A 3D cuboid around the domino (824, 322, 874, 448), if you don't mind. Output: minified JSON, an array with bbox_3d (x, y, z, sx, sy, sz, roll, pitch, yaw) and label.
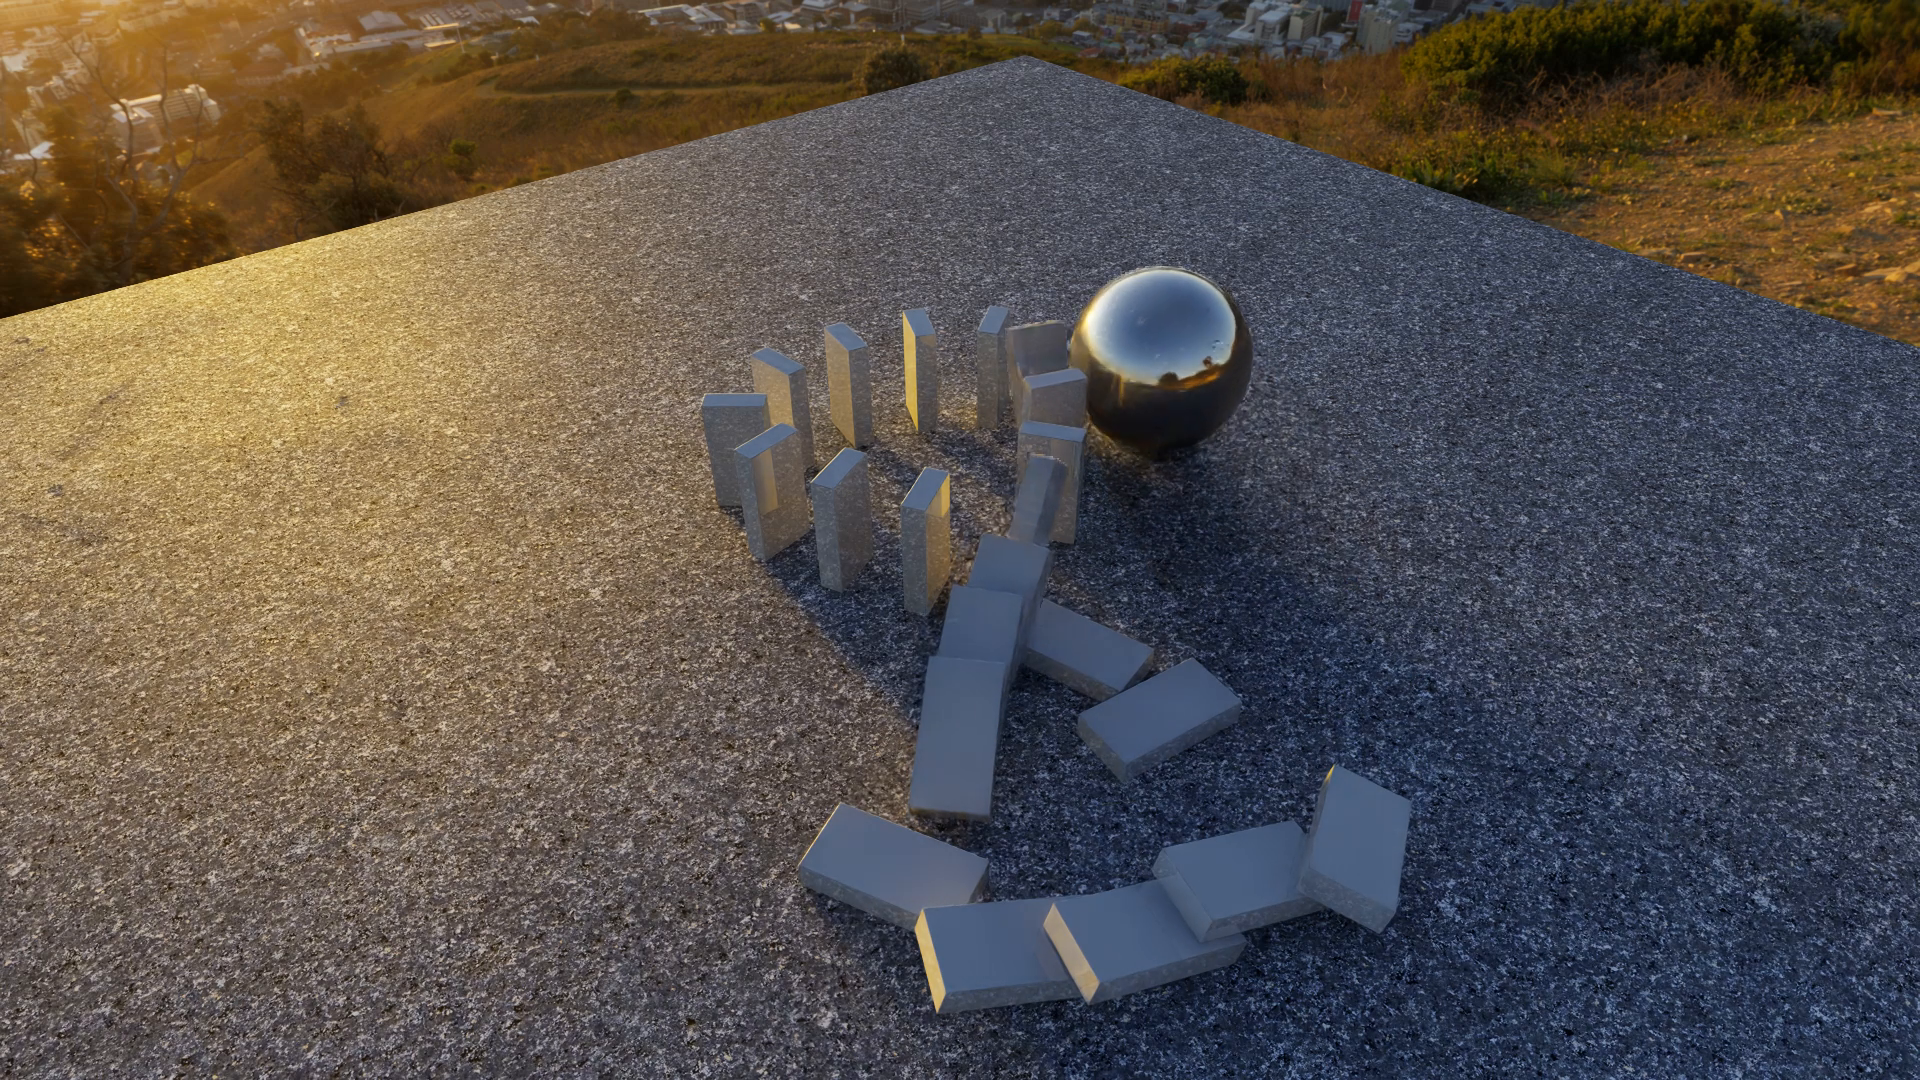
[{"bbox_3d":[-0.050,-0.070,0.497,0.010,0.050,0.025,-20,43,-23],"label":"domino"}]

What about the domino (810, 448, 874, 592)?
[{"bbox_3d":[-0.044,-0.007,0.420,0.010,0.050,0.025,17,42,19],"label":"domino"}]

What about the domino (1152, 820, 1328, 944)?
[{"bbox_3d":[0.083,0.097,0.315,0.050,0.010,0.025,-3,37,-28],"label":"domino"}]

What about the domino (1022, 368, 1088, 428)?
[{"bbox_3d":[0.039,-0.048,0.469,0.025,0.050,0.010,-13,41,-15],"label":"domino"}]

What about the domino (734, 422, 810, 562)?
[{"bbox_3d":[-0.074,-0.019,0.434,0.009,0.050,0.025,27,46,29],"label":"domino"}]

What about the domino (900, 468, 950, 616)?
[{"bbox_3d":[-0.012,0.001,0.410,0.009,0.050,0.025,13,41,15],"label":"domino"}]

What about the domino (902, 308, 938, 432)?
[{"bbox_3d":[-0.018,-0.078,0.507,0.009,0.050,0.025,-10,40,-12],"label":"domino"}]

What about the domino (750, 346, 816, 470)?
[{"bbox_3d":[-0.077,-0.056,0.480,0.025,0.050,0.009,30,48,32],"label":"domino"}]

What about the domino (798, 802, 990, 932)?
[{"bbox_3d":[-0.019,0.098,0.324,0.050,0.010,0.025,16,42,19],"label":"domino"}]

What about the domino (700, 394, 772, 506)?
[{"bbox_3d":[-0.091,-0.037,0.456,0.025,0.050,0.009,0,39,0],"label":"domino"}]

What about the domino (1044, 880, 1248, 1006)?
[{"bbox_3d":[0.051,0.108,0.301,0.050,0.009,0.025,-2,36,-29],"label":"domino"}]

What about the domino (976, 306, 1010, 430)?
[{"bbox_3d":[0.015,-0.079,0.508,0.009,0.050,0.025,9,40,11],"label":"domino"}]

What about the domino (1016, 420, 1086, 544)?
[{"bbox_3d":[0.036,-0.023,0.439,0.025,0.050,0.010,10,40,12],"label":"domino"}]

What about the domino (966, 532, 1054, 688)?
[{"bbox_3d":[0.014,0.025,0.392,0.025,0.009,0.050,14,75,19],"label":"domino"}]

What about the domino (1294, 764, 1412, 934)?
[{"bbox_3d":[0.117,0.089,0.324,0.025,0.009,0.050,26,34,14],"label":"domino"}]

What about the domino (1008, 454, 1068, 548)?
[{"bbox_3d":[0.027,-0.005,0.415,0.009,0.050,0.025,15,0,18],"label":"domino"}]

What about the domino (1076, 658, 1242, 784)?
[{"bbox_3d":[0.067,0.060,0.370,0.050,0.009,0.025,-22,44,-24],"label":"domino"}]

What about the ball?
[{"bbox_3d":[0.088,-0.079,0.484,0.080,0.080,0.080,0,39,0],"label":"ball"}]

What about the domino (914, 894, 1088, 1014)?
[{"bbox_3d":[0.015,0.111,0.298,0.050,0.010,0.025,3,37,-21],"label":"domino"}]

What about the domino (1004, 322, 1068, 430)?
[{"bbox_3d":[0.037,-0.072,0.501,0.025,0.050,0.009,-12,14,-15],"label":"domino"}]

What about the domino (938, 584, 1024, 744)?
[{"bbox_3d":[0.005,0.042,0.374,0.025,0.009,0.050,8,69,10],"label":"domino"}]

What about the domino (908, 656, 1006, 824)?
[{"bbox_3d":[0.000,0.063,0.352,0.025,0.009,0.050,5,62,6],"label":"domino"}]

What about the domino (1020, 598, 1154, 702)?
[{"bbox_3d":[0.041,0.040,0.395,0.050,0.009,0.025,24,45,27],"label":"domino"}]
